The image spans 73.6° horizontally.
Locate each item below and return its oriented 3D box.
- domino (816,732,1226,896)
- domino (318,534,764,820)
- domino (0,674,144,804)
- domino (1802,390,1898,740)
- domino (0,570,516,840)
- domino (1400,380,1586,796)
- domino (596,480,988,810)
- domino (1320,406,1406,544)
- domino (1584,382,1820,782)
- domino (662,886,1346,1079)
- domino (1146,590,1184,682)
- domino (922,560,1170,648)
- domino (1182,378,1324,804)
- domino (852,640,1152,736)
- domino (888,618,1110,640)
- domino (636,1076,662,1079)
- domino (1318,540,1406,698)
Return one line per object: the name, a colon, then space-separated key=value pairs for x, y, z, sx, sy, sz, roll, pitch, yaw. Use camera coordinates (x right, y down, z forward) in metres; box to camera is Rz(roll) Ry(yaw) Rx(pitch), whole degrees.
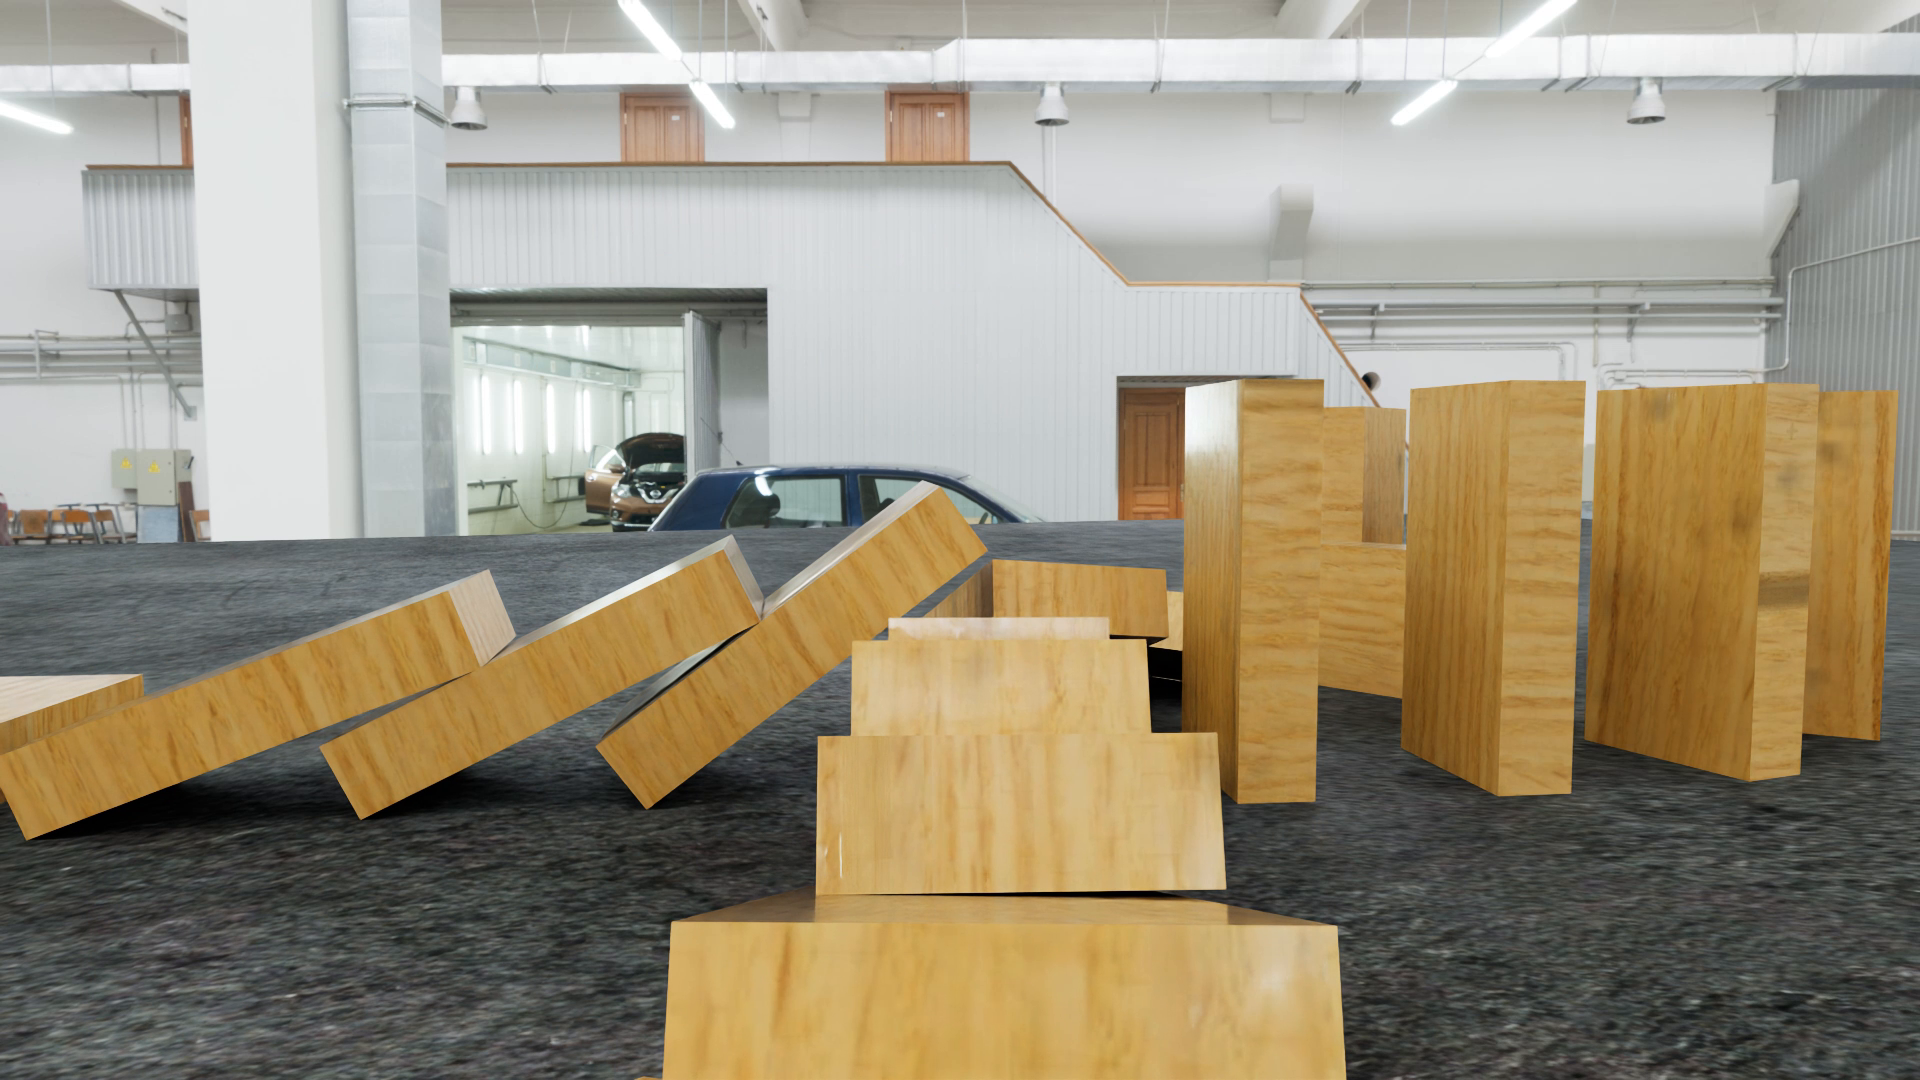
domino: x=0.003 y=0.023 z=0.103 sx=0.025 sy=0.010 sz=0.050 roll=0 pitch=-14 yaw=-2
domino: x=-0.049 y=0.015 z=0.159 sx=0.050 sy=0.009 sz=0.025 roll=-26 pitch=7 yaw=-5
domino: x=-0.127 y=0.026 z=0.158 sx=0.025 sy=0.009 sz=0.050 roll=0 pitch=4 yaw=-6
domino: x=0.124 y=0.003 z=0.193 sx=0.025 sy=0.050 sz=0.009 roll=3 pitch=5 yaw=31
domino: x=-0.081 y=0.018 z=0.153 sx=0.050 sy=0.010 sz=0.025 roll=-21 pitch=8 yaw=-8
domino: x=0.068 y=0.005 z=0.166 sx=0.009 sy=0.050 sz=0.025 roll=-1 pitch=4 yaw=-7
domino: x=-0.021 y=0.012 z=0.162 sx=0.050 sy=0.009 sz=0.025 roll=-37 pitch=7 yaw=-3
domino: x=0.085 y=-0.003 z=0.273 sx=0.009 sy=0.050 sz=0.025 roll=3 pitch=5 yaw=37
domino: x=0.099 y=0.005 z=0.173 sx=0.009 sy=0.050 sz=0.025 roll=-2 pitch=5 yaw=-23
domino: x=0.001 y=0.025 z=0.071 sx=0.025 sy=0.010 sz=0.050 roll=1 pitch=-14 yaw=-1
domino: x=0.028 y=0.016 z=0.228 sx=0.050 sy=0.009 sz=0.025 roll=4 pitch=-18 yaw=44
domino: x=0.010 y=0.014 z=0.196 sx=0.025 sy=0.009 sz=0.050 roll=4 pitch=-16 yaw=-15
domino: x=0.036 y=0.005 z=0.163 sx=0.009 sy=0.050 sz=0.025 roll=0 pitch=4 yaw=-6
domino: x=0.002 y=0.020 z=0.132 sx=0.025 sy=0.010 sz=0.050 roll=0 pitch=-16 yaw=-2
domino: x=0.004 y=0.018 z=0.169 sx=0.025 sy=0.010 sz=0.050 roll=0 pitch=-12 yaw=-2
domino: x=-0.011 y=0.028 z=0.040 sx=0.025 sy=0.009 sz=0.050 roll=1 pitch=-13 yaw=15
domino: x=0.069 y=0.013 z=0.226 sx=0.010 sy=0.025 sz=0.050 roll=-4 pitch=6 yaw=-42
